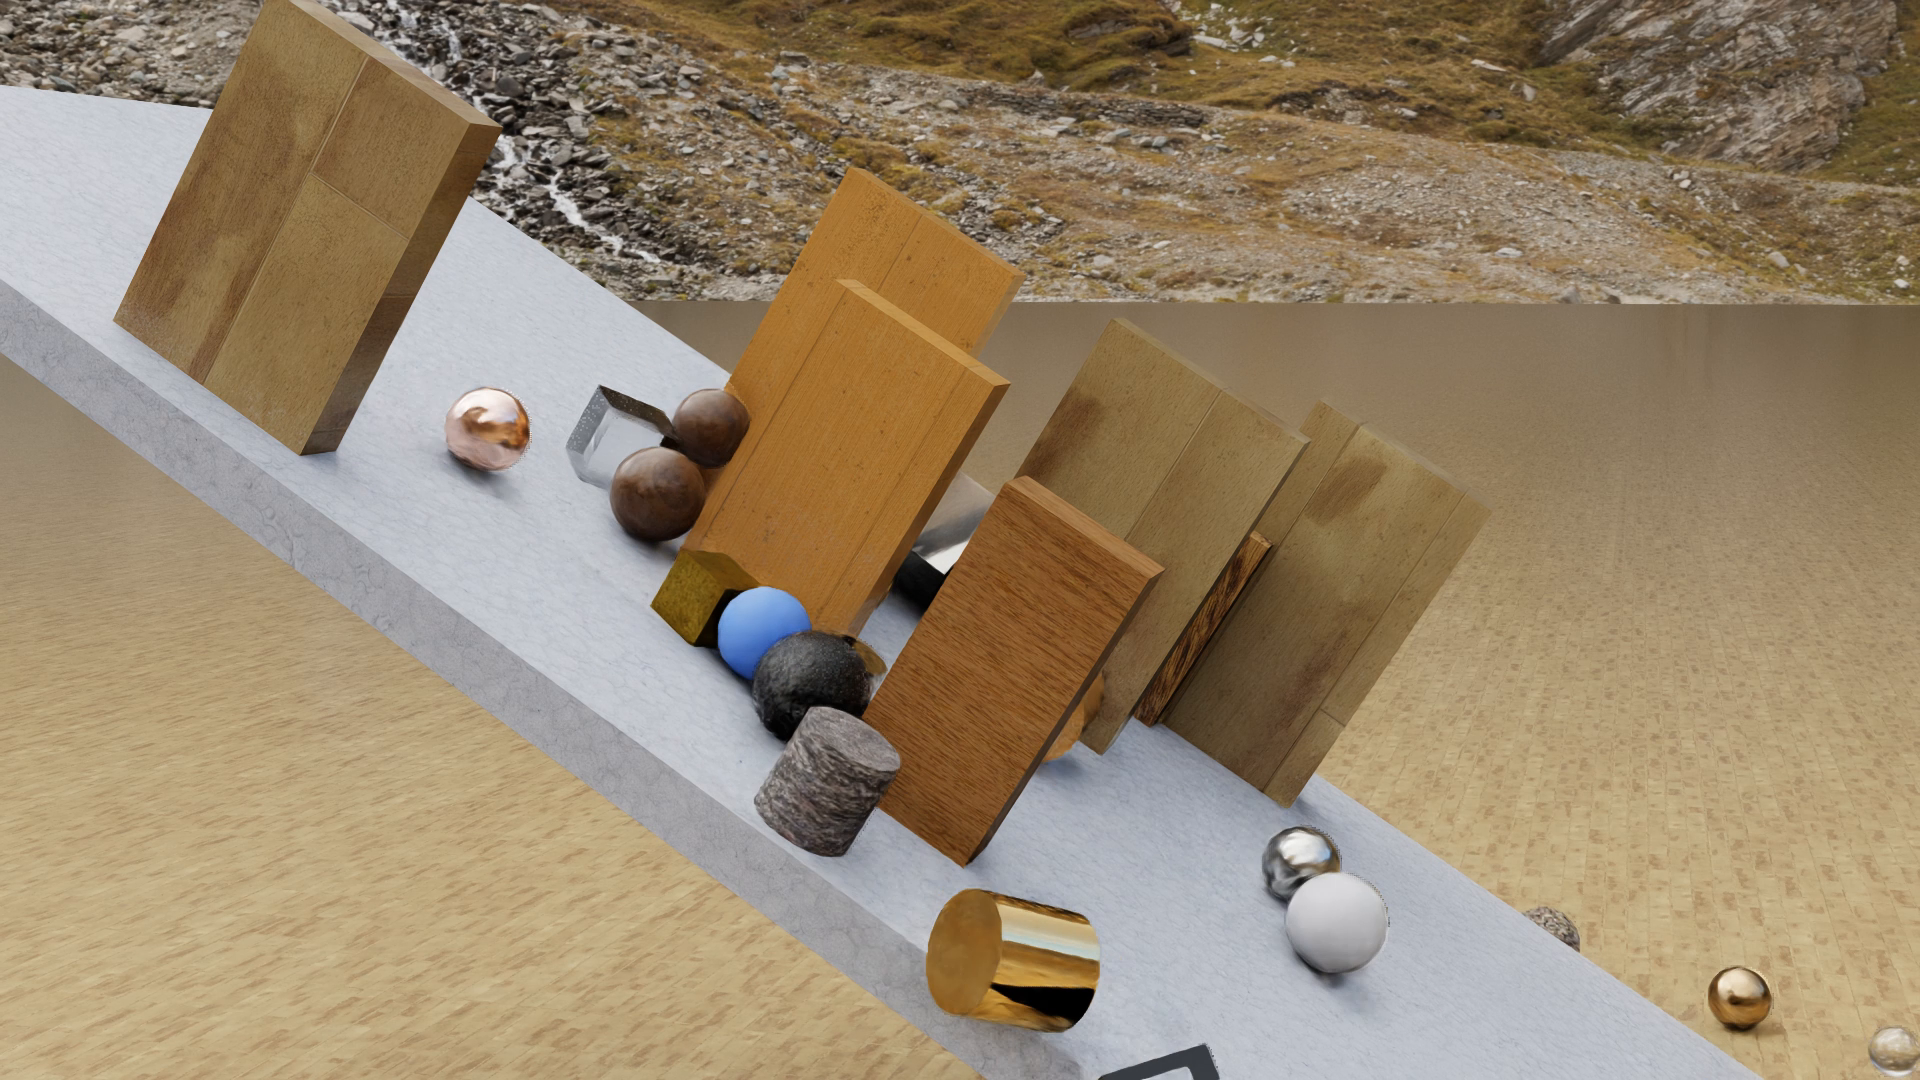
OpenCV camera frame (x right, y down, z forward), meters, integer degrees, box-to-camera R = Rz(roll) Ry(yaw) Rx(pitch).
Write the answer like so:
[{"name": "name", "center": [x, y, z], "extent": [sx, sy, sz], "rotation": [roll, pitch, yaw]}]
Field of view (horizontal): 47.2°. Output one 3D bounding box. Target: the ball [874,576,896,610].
[{"name": "ball", "center": [-0.206, 0.058, 4.085], "extent": [0.173, 0.173, 0.173], "rotation": [0, 7, 0]}]

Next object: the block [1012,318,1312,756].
[{"name": "block", "center": [0.292, -0.006, 4.210], "extent": [0.429, 0.716, 0.102], "rotation": [34, 15, 11]}]

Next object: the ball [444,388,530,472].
[{"name": "ball", "center": [-0.805, -0.189, 3.750], "extent": [0.144, 0.144, 0.144], "rotation": [0, 7, 0]}]

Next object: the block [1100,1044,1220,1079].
[{"name": "block", "center": [0.267, 0.781, 2.908], "extent": [0.151, 0.151, 0.151], "rotation": [-12, -28, -18]}]

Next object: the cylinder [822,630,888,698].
[{"name": "cylinder", "center": [-0.205, 0.235, 3.601], "extent": [0.127, 0.127, 0.127], "rotation": [29, 15, -9]}]

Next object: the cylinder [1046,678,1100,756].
[{"name": "cylinder", "center": [0.151, 0.289, 4.004], "extent": [0.191, 0.191, 0.191], "rotation": [1, 2, 9]}]

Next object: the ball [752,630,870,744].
[{"name": "ball", "center": [-0.232, 0.234, 3.440], "extent": [0.185, 0.185, 0.185], "rotation": [0, 7, 0]}]

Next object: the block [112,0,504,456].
[{"name": "block", "center": [-1.019, -0.488, 3.418], "extent": [0.392, 0.592, 0.101], "rotation": [34, 15, 11]}]

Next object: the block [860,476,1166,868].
[{"name": "block", "center": [0.054, 0.203, 3.401], "extent": [0.261, 0.545, 0.118], "rotation": [34, 15, 11]}]

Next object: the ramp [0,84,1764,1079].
[{"name": "ramp", "center": [-0.150, 0.249, 4.111], "extent": [4.000, 0.100, 2.000], "rotation": [34, 15, 11]}]

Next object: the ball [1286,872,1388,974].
[{"name": "ball", "center": [0.655, 0.665, 3.823], "extent": [0.174, 0.174, 0.174], "rotation": [0, 7, 0]}]

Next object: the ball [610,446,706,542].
[{"name": "ball", "center": [-0.535, -0.081, 3.888], "extent": [0.169, 0.169, 0.169], "rotation": [0, 7, 0]}]

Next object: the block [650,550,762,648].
[{"name": "block", "center": [-0.415, 0.099, 3.649], "extent": [0.115, 0.115, 0.115], "rotation": [40, 17, 29]}]

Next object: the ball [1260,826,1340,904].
[{"name": "ball", "center": [0.625, 0.599, 4.036], "extent": [0.145, 0.145, 0.145], "rotation": [0, 7, 0]}]

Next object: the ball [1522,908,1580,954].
[{"name": "ball", "center": [1.538, 1.061, 5.794], "extent": [0.185, 0.185, 0.185], "rotation": [0, 7, 0]}]

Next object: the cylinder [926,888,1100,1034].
[{"name": "cylinder", "center": [0.072, 0.572, 2.988], "extent": [0.169, 0.169, 0.169], "rotation": [19, -5, -33]}]

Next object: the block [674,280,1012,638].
[{"name": "block", "center": [-0.209, -0.118, 3.844], "extent": [0.335, 0.581, 0.105], "rotation": [34, 15, 11]}]

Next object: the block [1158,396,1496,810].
[{"name": "block", "center": [0.723, 0.130, 4.565], "extent": [0.410, 0.747, 0.147], "rotation": [34, 15, 11]}]

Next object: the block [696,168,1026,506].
[{"name": "block", "center": [-0.218, -0.302, 4.179], "extent": [0.378, 0.705, 0.081], "rotation": [34, 15, 11]}]

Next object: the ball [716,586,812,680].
[{"name": "ball", "center": [-0.317, 0.154, 3.570], "extent": [0.155, 0.155, 0.155], "rotation": [0, 7, 0]}]

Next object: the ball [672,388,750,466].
[{"name": "ball", "center": [-0.467, -0.211, 4.128], "extent": [0.147, 0.147, 0.147], "rotation": [0, 7, 0]}]

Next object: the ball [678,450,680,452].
[{"name": "ball", "center": [-0.557, -0.155, 4.199], "extent": [0.109, 0.109, 0.109], "rotation": [0, 7, 0]}]

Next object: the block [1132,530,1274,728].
[{"name": "block", "center": [0.402, 0.109, 4.576], "extent": [0.309, 0.451, 0.141], "rotation": [34, 15, 11]}]

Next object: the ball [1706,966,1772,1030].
[{"name": "ball", "center": [1.915, 1.126, 5.405], "extent": [0.150, 0.150, 0.150], "rotation": [0, 7, 0]}]

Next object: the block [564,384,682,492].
[{"name": "block", "center": [-0.625, -0.176, 4.073], "extent": [0.140, 0.140, 0.140], "rotation": [22, 17, -31]}]

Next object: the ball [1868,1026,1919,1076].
[{"name": "ball", "center": [2.161, 1.183, 5.085], "extent": [0.113, 0.113, 0.113], "rotation": [0, 7, 0]}]

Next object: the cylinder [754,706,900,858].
[{"name": "cylinder", "center": [-0.193, 0.351, 3.197], "extent": [0.156, 0.156, 0.156], "rotation": [29, 15, -9]}]

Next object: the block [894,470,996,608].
[{"name": "block", "center": [-0.046, -0.009, 4.403], "extent": [0.200, 0.200, 0.200], "rotation": [36, -24, 17]}]
